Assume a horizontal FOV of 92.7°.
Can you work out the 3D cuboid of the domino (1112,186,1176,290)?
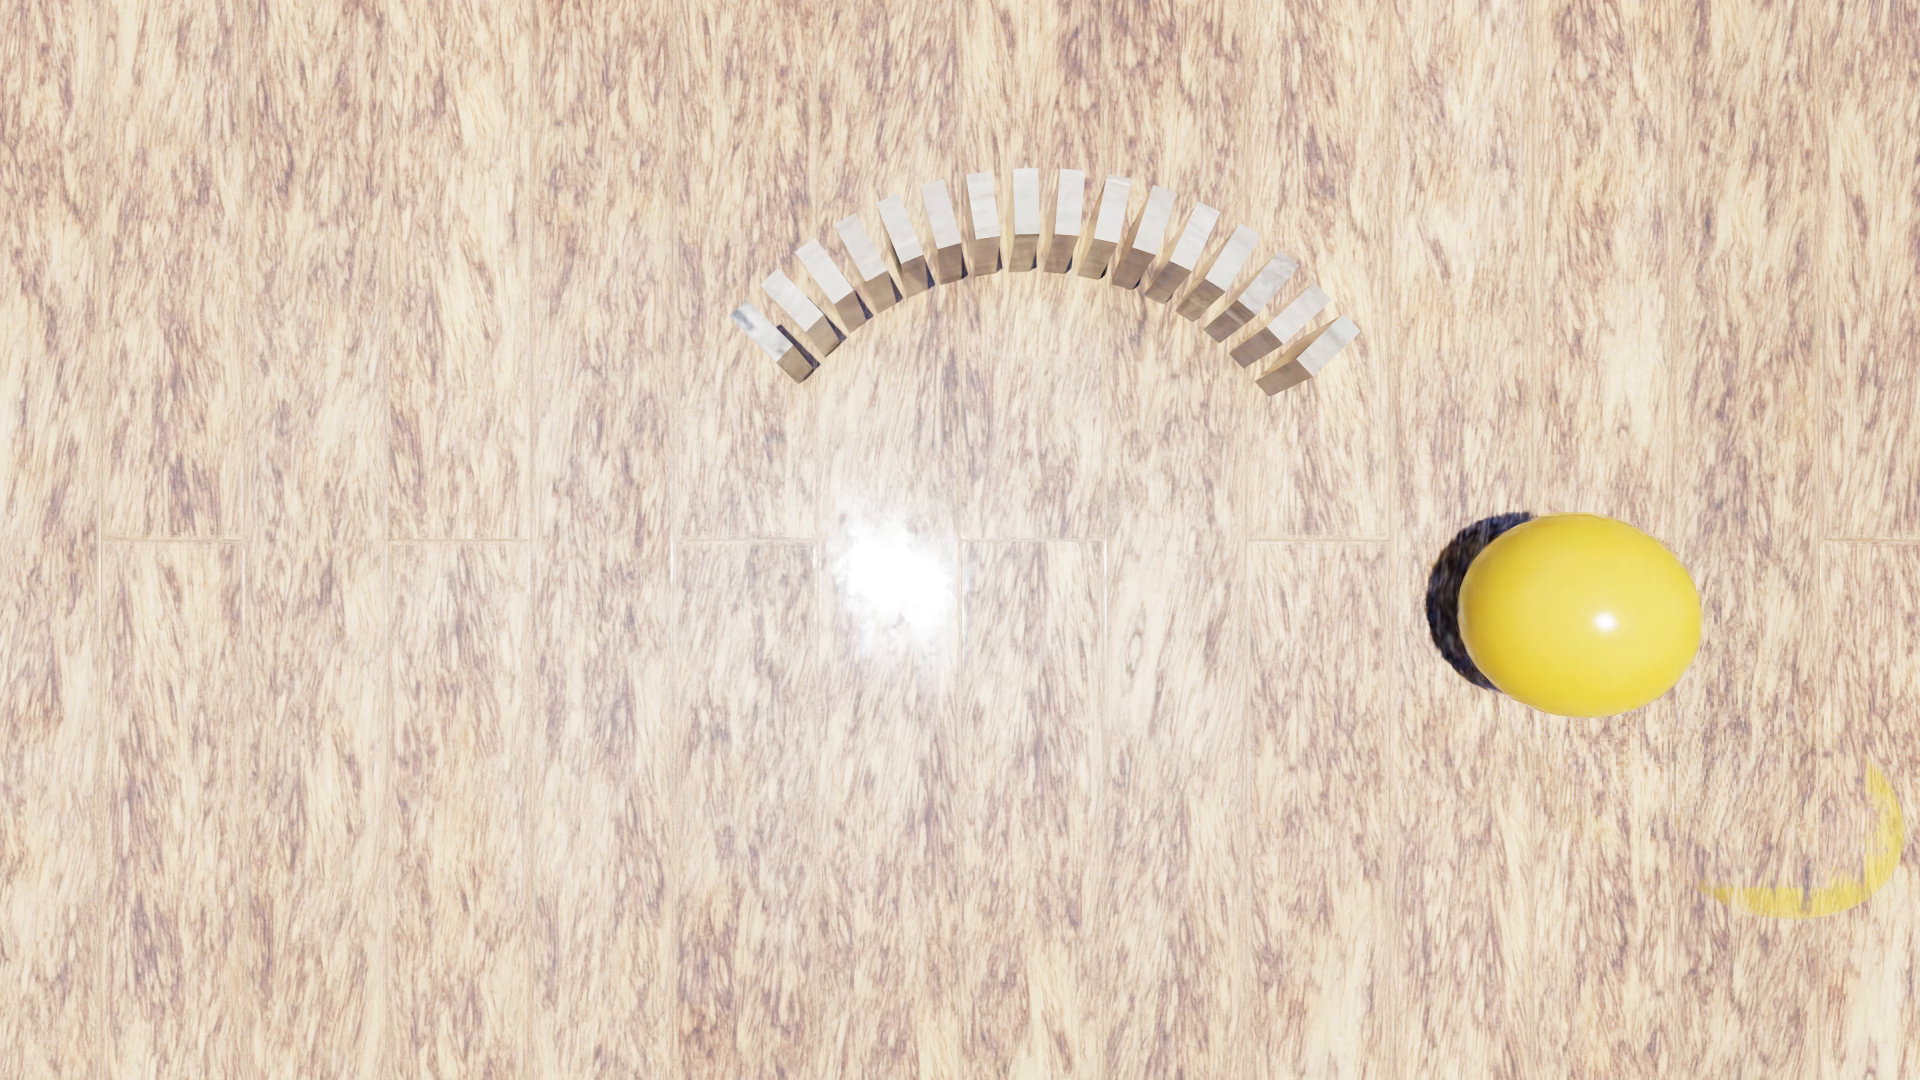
[{"bbox_3d":[0.074,-0.122,0.375,0.010,0.050,0.025,19,90,0],"label":"domino"}]

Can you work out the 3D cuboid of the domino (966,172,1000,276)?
[{"bbox_3d":[0.009,-0.128,0.375,0.009,0.050,0.025,-9,90,0],"label":"domino"}]

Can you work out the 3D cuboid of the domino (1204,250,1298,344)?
[{"bbox_3d":[0.118,-0.098,0.375,0.009,0.050,0.025,40,90,0],"label":"domino"}]

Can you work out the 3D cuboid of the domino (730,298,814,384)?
[{"bbox_3d":[-0.076,-0.080,0.375,0.025,0.050,0.009,45,90,0],"label":"domino"}]

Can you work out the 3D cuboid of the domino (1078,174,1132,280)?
[{"bbox_3d":[0.058,-0.127,0.375,0.010,0.050,0.025,12,90,0],"label":"domino"}]

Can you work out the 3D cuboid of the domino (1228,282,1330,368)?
[{"bbox_3d":[0.130,-0.087,0.375,0.025,0.050,0.009,-43,90,0],"label":"domino"}]

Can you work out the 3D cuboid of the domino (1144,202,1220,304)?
[{"bbox_3d":[0.090,-0.116,0.375,0.010,0.050,0.025,26,90,0],"label":"domino"}]

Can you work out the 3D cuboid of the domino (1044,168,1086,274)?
[{"bbox_3d":[0.042,-0.129,0.375,0.010,0.050,0.025,5,90,0],"label":"domino"}]

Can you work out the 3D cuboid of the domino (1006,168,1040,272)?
[{"bbox_3d":[0.025,-0.129,0.375,0.010,0.050,0.025,-2,90,0],"label":"domino"}]

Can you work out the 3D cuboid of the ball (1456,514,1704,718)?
[{"bbox_3d":[0.241,0.029,0.360,0.080,0.080,0.080,0,90,0],"label":"ball"}]

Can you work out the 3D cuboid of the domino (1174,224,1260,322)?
[{"bbox_3d":[0.104,-0.108,0.375,0.010,0.050,0.025,32,90,0],"label":"domino"}]

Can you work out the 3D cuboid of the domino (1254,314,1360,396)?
[{"bbox_3d":[0.141,-0.074,0.375,0.025,0.050,0.010,-44,90,0],"label":"domino"}]

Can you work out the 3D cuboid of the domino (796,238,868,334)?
[{"bbox_3d":[-0.052,-0.103,0.375,0.010,0.050,0.025,-37,90,0],"label":"domino"}]

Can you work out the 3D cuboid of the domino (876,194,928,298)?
[{"bbox_3d":[-0.023,-0.119,0.375,0.009,0.050,0.025,-23,90,0],"label":"domino"}]

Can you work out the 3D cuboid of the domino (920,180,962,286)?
[{"bbox_3d":[-0.007,-0.124,0.375,0.009,0.050,0.025,-16,90,0],"label":"domino"}]

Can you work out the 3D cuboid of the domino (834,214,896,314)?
[{"bbox_3d":[-0.038,-0.112,0.375,0.010,0.050,0.025,-29,90,0],"label":"domino"}]

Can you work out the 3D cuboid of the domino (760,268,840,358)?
[{"bbox_3d":[-0.064,-0.092,0.375,0.009,0.050,0.025,-44,90,0],"label":"domino"}]
